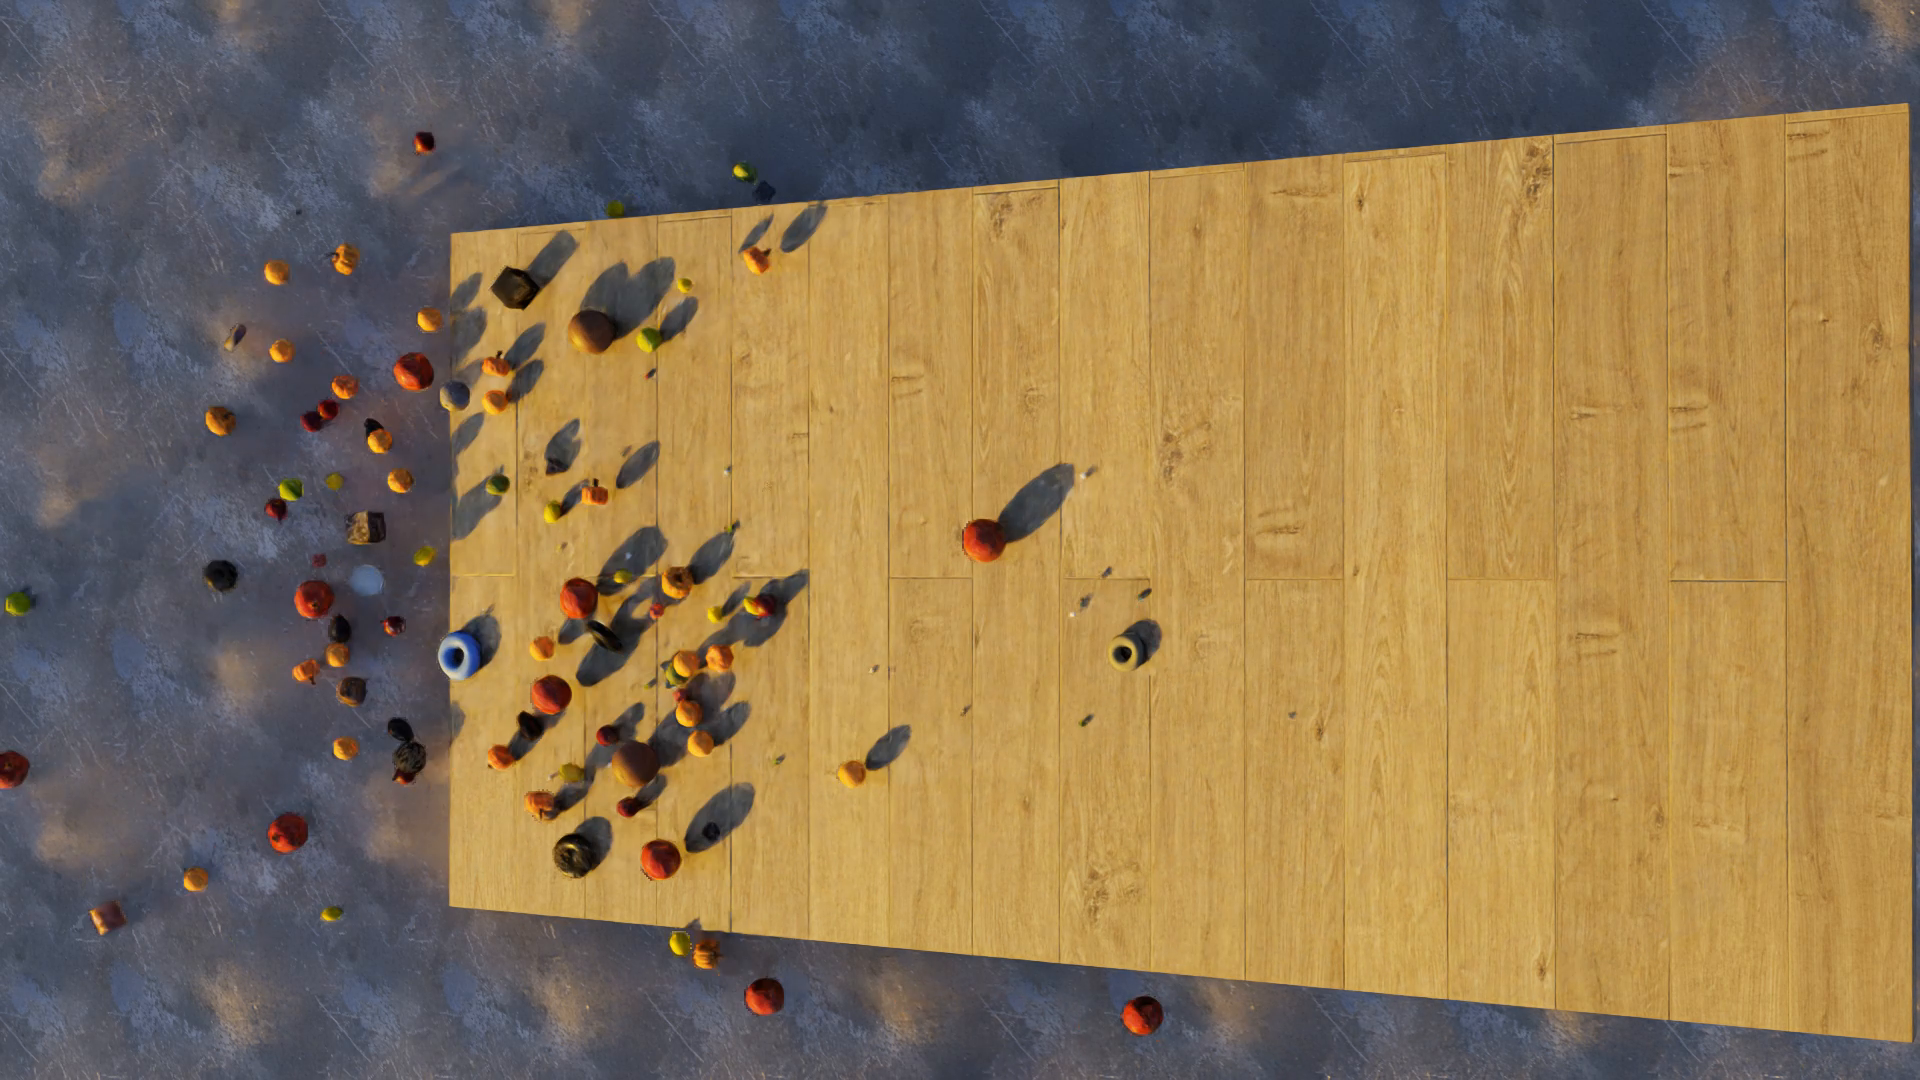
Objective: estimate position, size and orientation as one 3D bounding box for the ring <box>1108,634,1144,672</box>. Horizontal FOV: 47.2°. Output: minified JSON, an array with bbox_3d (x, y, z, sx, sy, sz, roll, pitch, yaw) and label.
[{"bbox_3d":[0.417,0.281,5.505,0.097,0.032,0.097,0,91,28],"label":"ring"}]

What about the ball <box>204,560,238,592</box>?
[{"bbox_3d":[-2.213,0.107,6.581,0.096,0.096,0.096,0,89,0],"label":"ball"}]

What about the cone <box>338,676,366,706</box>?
[{"bbox_3d":[-1.836,0.456,6.572,0.092,0.092,0.092,0,92,10],"label":"cone"}]

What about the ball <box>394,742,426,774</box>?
[{"bbox_3d":[-1.636,0.648,6.548,0.093,0.093,0.093,0,89,0],"label":"ball"}]

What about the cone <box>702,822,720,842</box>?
[{"bbox_3d":[-0.700,0.810,6.074,0.053,0.053,0.053,0,89,28],"label":"cone"}]

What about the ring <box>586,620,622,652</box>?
[{"bbox_3d":[-1.007,0.273,6.212,0.118,0.118,0.039,39,74,0],"label":"ring"}]

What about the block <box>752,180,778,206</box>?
[{"bbox_3d":[-0.563,-0.997,6.320,0.051,0.051,0.051,38,100,-10],"label":"block"}]

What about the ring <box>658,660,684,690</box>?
[{"bbox_3d":[-0.810,0.376,6.151,0.083,0.028,0.083,-1,88,29],"label":"ring"}]

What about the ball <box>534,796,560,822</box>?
[{"bbox_3d":[-1.186,0.773,6.317,0.077,0.077,0.077,0,89,0],"label":"ball"}]

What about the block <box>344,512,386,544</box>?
[{"bbox_3d":[-1.777,-0.036,6.573,0.082,0.082,0.082,-11,82,20],"label":"block"}]

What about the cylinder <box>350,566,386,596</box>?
[{"bbox_3d":[-1.745,0.119,6.484,0.090,0.090,0.090,0,89,-7],"label":"cylinder"}]

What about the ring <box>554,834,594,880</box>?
[{"bbox_3d":[-1.106,0.906,6.292,0.131,0.044,0.131,2,94,28],"label":"ring"}]

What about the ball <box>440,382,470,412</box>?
[{"bbox_3d":[-1.440,-0.409,6.271,0.088,0.088,0.088,0,89,0],"label":"ball"}]

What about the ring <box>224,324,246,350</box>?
[{"bbox_3d":[-2.173,-0.608,6.596,0.029,0.086,0.086,38,89,-23],"label":"ring"}]

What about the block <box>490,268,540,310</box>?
[{"bbox_3d":[-1.292,-0.730,6.385,0.082,0.082,0.082,47,110,20],"label":"block"}]

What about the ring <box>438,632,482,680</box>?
[{"bbox_3d":[-1.476,0.341,6.490,0.145,0.048,0.145,0,90,27],"label":"ring"}]

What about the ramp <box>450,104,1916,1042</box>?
[{"bbox_3d":[0.277,0.078,5.655,4.000,0.100,2.000,0,89,28],"label":"ramp"}]
